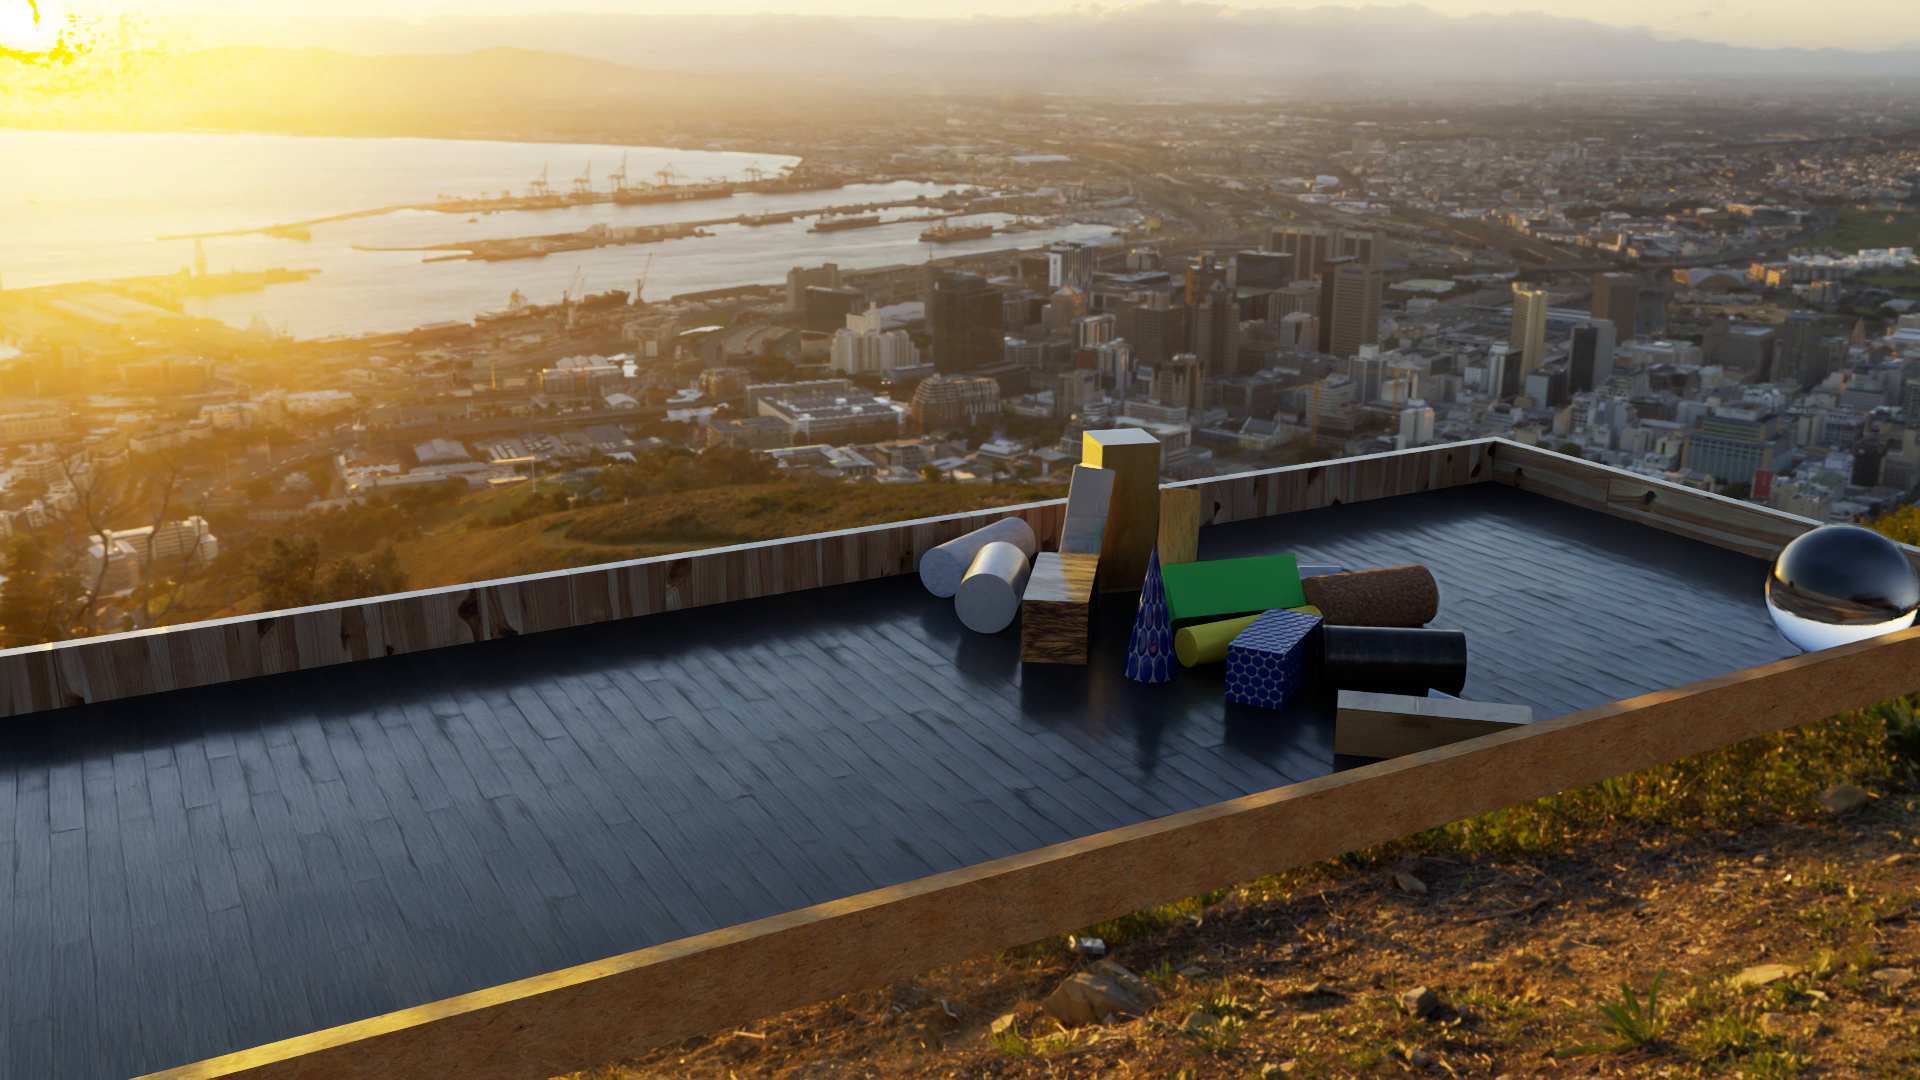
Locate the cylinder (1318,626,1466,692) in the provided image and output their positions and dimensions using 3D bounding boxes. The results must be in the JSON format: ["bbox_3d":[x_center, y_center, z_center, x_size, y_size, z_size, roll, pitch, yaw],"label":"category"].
[{"bbox_3d":[1.066,0.293,4.086,0.339,0.153,0.153,2,16,6],"label":"cylinder"}]

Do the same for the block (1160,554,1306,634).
[{"bbox_3d":[0.721,0.149,4.474,0.380,0.151,0.151,-5,-20,-15],"label":"block"}]

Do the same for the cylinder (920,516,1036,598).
[{"bbox_3d":[0.057,0.048,4.929,0.149,0.149,0.405,11,20,33],"label":"cylinder"}]

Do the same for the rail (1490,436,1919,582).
[{"bbox_3d":[2.466,-0.048,5.253,0.050,0.150,2.100,-9,18,-27],"label":"rail"}]

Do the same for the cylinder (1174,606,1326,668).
[{"bbox_3d":[0.761,0.250,4.320,0.407,0.103,0.103,-8,18,-26],"label":"cylinder"}]

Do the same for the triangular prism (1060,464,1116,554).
[{"bbox_3d":[0.338,-0.020,4.717,0.122,0.394,0.106,7,8,-13],"label":"triangular prism"}]

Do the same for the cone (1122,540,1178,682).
[{"bbox_3d":[0.486,0.166,4.157,0.144,0.357,0.144,0,16,0],"label":"cone"}]

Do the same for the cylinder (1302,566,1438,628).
[{"bbox_3d":[1.109,0.167,4.497,0.347,0.164,0.164,-6,17,-18],"label":"cylinder"}]

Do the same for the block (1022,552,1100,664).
[{"bbox_3d":[0.275,0.178,4.449,0.170,0.170,0.428,2,17,8],"label":"block"}]

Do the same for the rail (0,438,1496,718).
[{"bbox_3d":[-3.305,0.497,3.399,12.000,0.150,0.050,-9,18,-27],"label":"rail"}]

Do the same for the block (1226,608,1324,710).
[{"bbox_3d":[0.786,0.292,4.110,0.142,0.142,0.320,9,18,27],"label":"block"}]

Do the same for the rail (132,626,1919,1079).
[{"bbox_3d":[-2.336,1.006,1.665,12.000,0.150,0.050,-9,18,-27],"label":"rail"}]

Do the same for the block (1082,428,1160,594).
[{"bbox_3d":[0.468,-0.087,4.854,0.176,0.447,0.176,-4,18,-13],"label":"block"}]

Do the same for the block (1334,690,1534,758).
[{"bbox_3d":[1.061,0.427,3.706,0.421,0.111,0.111,4,17,13],"label":"block"}]

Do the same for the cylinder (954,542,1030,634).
[{"bbox_3d":[0.094,0.130,4.610,0.171,0.171,0.304,3,17,9],"label":"cylinder"}]

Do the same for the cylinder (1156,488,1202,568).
[{"bbox_3d":[0.608,0.029,4.616,0.114,0.344,0.114,3,4,0],"label":"cylinder"}]

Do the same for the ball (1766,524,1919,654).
[{"bbox_3d":[2.278,0.136,4.264,0.354,0.354,0.354,0,16,0],"label":"ball"}]

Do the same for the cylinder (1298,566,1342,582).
[{"bbox_3d":[0.926,0.127,4.735,0.323,0.105,0.105,0,16,-1],"label":"cylinder"}]

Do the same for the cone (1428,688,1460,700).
[{"bbox_3d":[1.265,0.435,3.784,0.393,0.103,0.103,13,19,16],"label":"cone"}]
